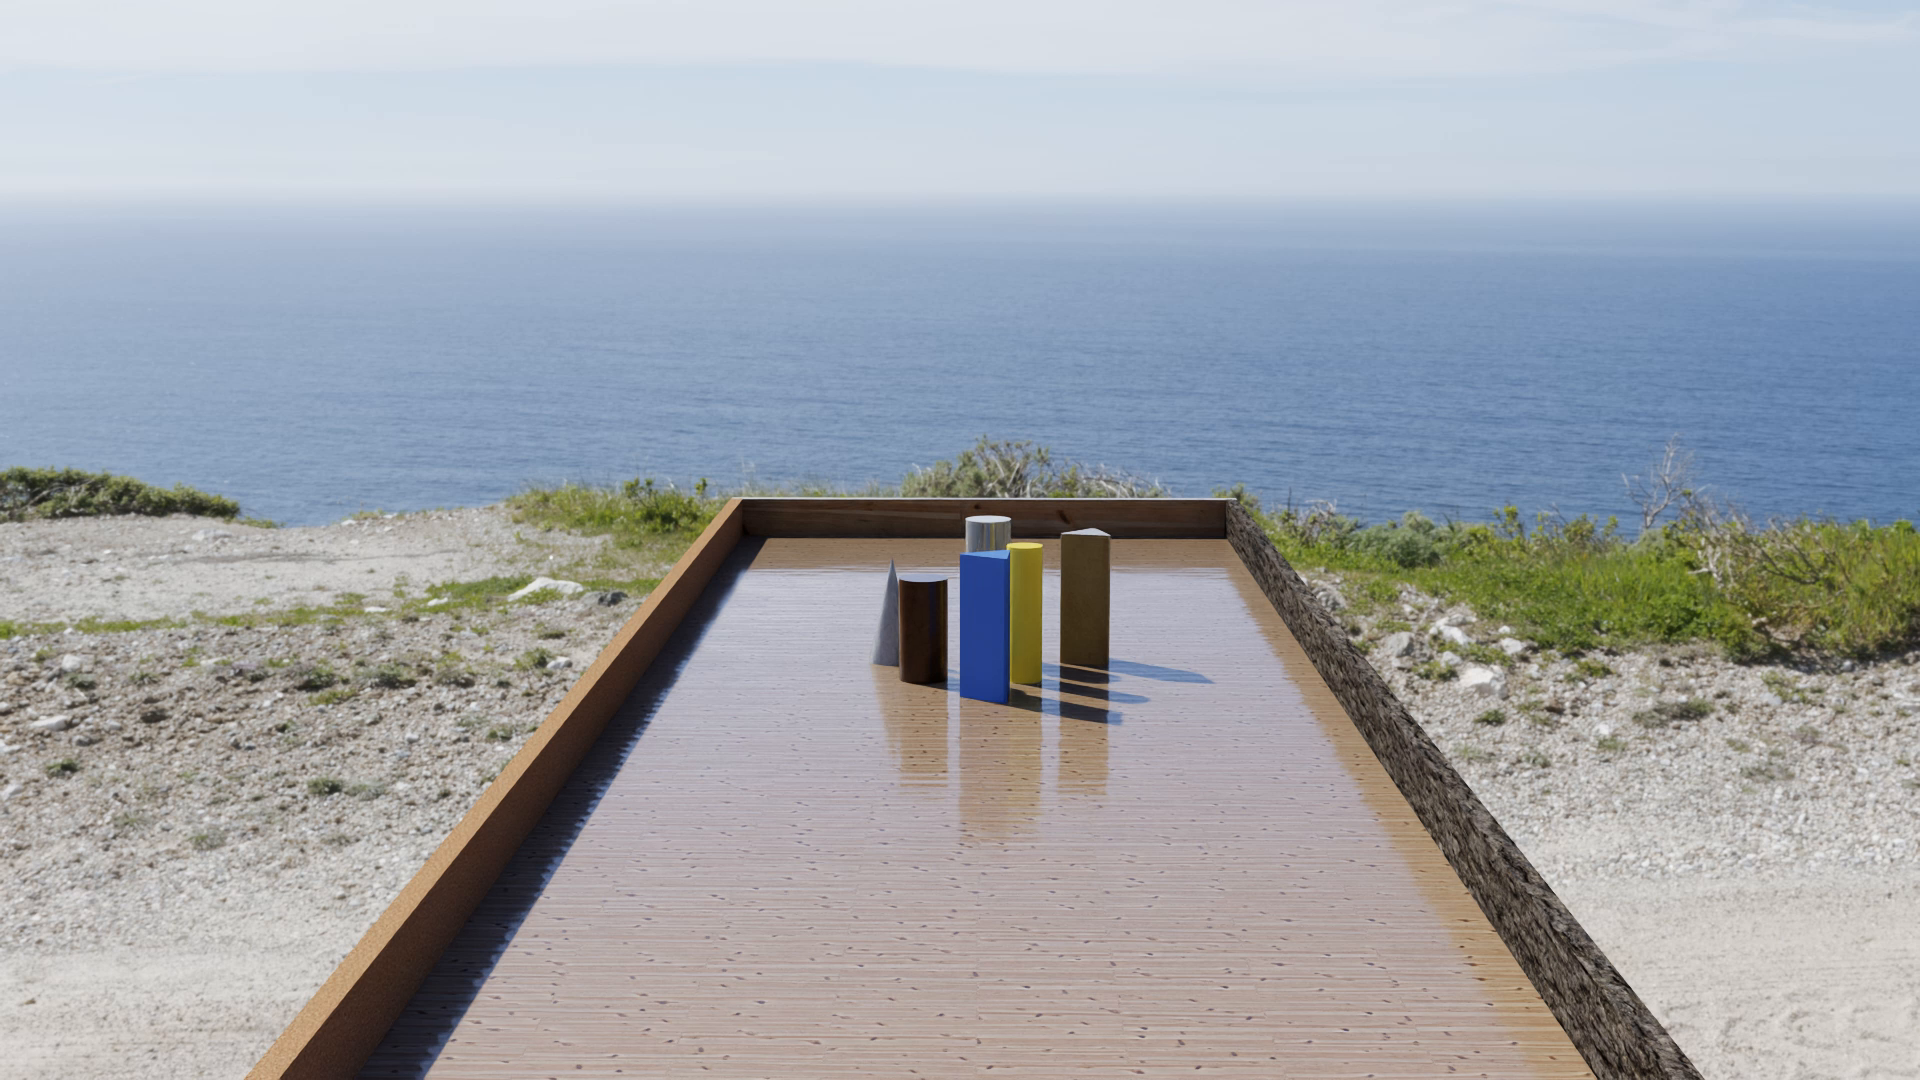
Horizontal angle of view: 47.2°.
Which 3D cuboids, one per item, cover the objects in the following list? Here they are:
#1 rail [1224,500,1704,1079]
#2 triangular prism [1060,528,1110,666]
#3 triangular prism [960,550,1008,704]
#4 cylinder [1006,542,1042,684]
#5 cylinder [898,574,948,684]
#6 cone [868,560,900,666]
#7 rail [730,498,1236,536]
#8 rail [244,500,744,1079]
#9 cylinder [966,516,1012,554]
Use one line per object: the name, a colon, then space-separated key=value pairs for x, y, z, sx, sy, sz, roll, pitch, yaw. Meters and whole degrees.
rail: x=1.046 y=0.843 z=3.208 sx=0.050 sy=0.150 sz=12.000 roll=0 pitch=9 yaw=1
triangular prism: x=0.392 y=0.169 z=6.675 sx=0.150 sy=0.396 sz=0.130 roll=2 pitch=9 yaw=15
triangular prism: x=0.100 y=0.239 z=6.197 sx=0.155 sy=0.409 sz=0.134 roll=6 pitch=11 yaw=34
cylinder: x=0.187 y=0.213 z=6.397 sx=0.105 sy=0.398 sz=0.105 roll=0 pitch=9 yaw=0
cylinder: x=-0.107 y=0.258 z=6.421 sx=0.143 sy=0.300 sz=0.143 roll=0 pitch=9 yaw=0
cone: x=-0.205 y=0.209 z=6.665 sx=0.145 sy=0.321 sz=0.145 roll=0 pitch=9 yaw=0
rail: x=0.099 y=-0.098 z=9.147 sx=2.100 sy=0.150 sz=0.050 roll=0 pitch=9 yaw=1
rail: x=-1.004 y=0.839 z=3.234 sx=0.050 sy=0.150 sz=12.000 roll=0 pitch=9 yaw=1
cylinder: x=0.086 y=0.150 z=6.683 sx=0.138 sy=0.432 sz=0.138 roll=0 pitch=9 yaw=0
